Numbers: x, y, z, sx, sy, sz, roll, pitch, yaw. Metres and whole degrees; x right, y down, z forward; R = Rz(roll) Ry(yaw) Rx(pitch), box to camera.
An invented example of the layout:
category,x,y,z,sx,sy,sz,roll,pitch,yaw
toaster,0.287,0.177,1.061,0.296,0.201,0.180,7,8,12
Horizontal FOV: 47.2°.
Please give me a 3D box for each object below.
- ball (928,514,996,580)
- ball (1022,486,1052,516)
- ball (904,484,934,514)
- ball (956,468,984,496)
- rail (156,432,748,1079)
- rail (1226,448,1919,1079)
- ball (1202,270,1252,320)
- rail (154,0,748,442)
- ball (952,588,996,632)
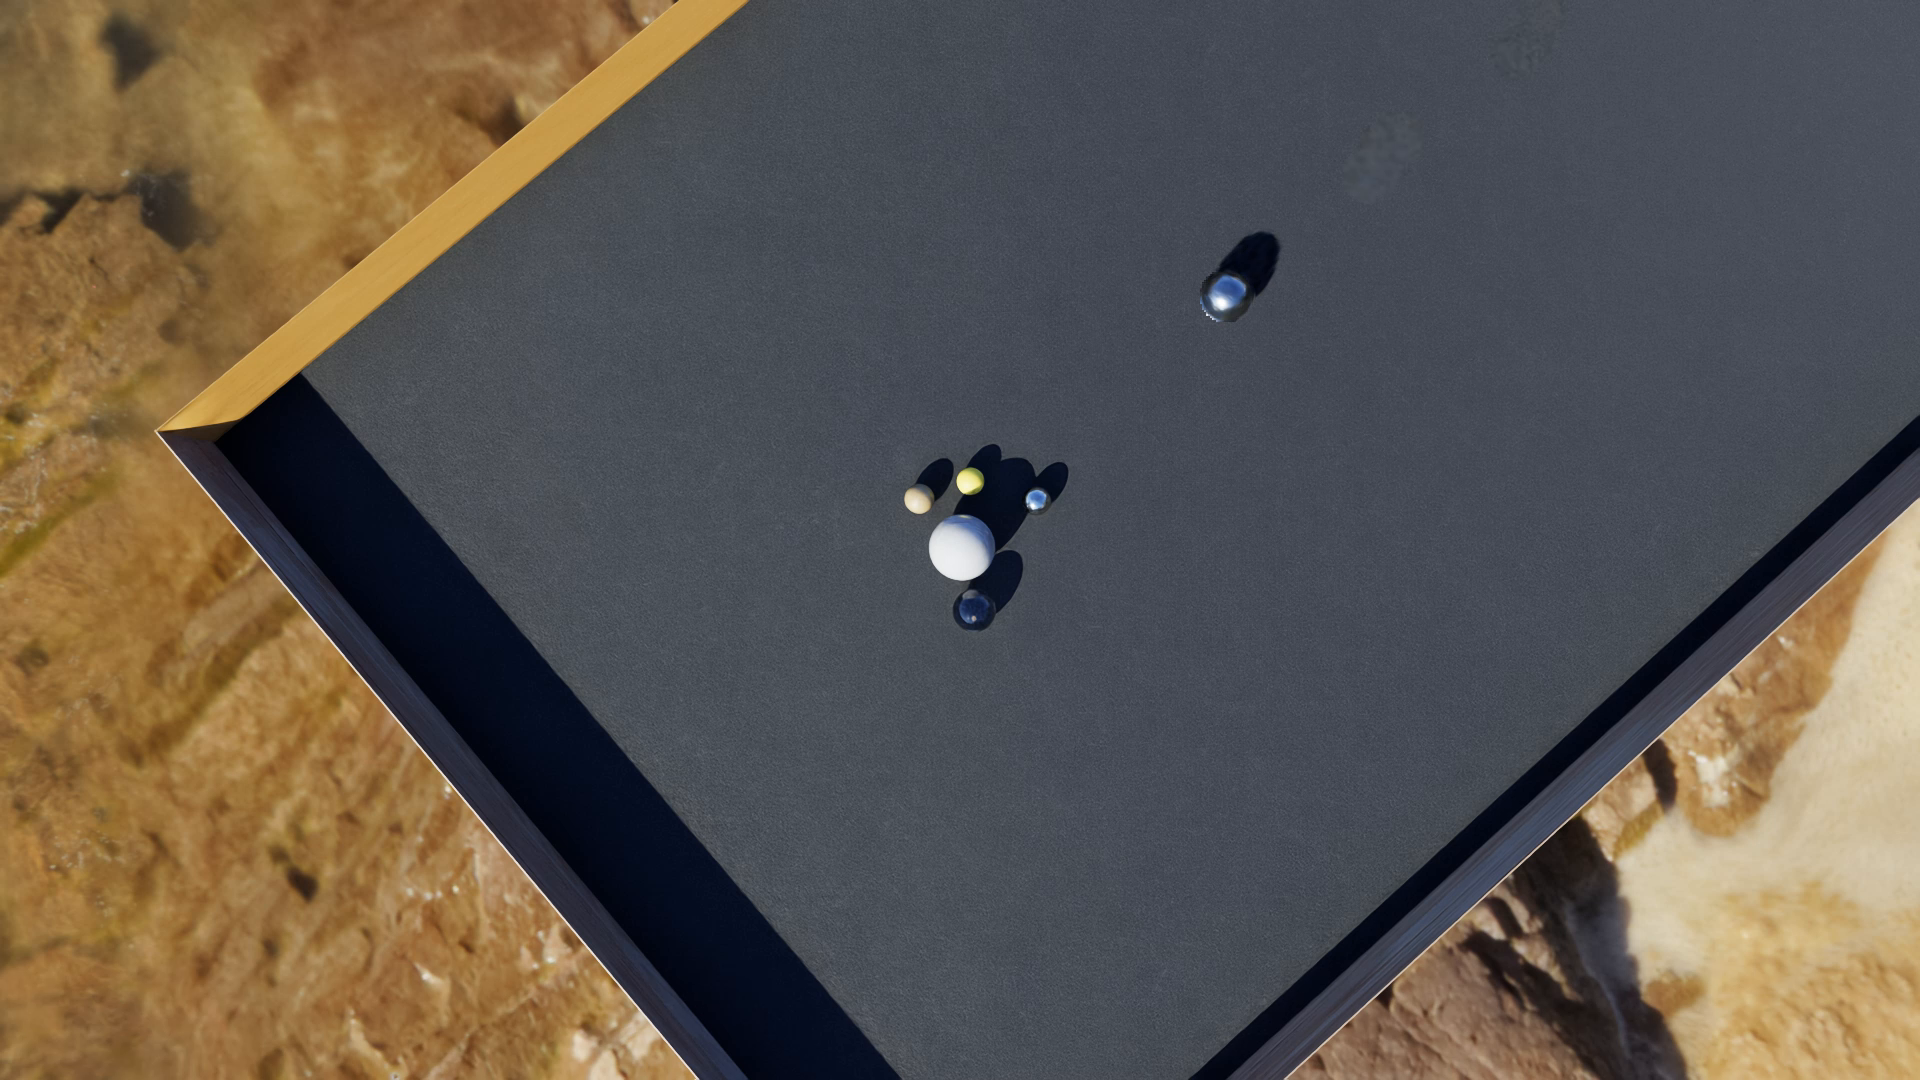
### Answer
category,x,y,z,sx,sy,sz,roll,pitch,yaw
ball,0.003,0.011,3.253,0.099,0.099,0.099,0,82,0
ball,0.115,-0.058,3.291,0.044,0.044,0.044,0,82,0
ball,-0.061,-0.062,3.291,0.046,0.046,0.046,0,82,0
ball,0.016,-0.088,3.297,0.042,0.042,0.042,0,82,0
rail,-0.573,0.492,3.166,0.045,0.128,1.764,-41,84,-6
rail,1.157,0.121,3.221,3.144,0.128,0.045,-41,84,-6
ball,0.403,-0.369,3.321,0.076,0.076,0.076,0,82,0
rail,0.026,-1.156,3.411,3.144,0.128,0.045,-41,84,-6
ball,0.021,0.105,3.256,0.065,0.065,0.065,0,82,0
